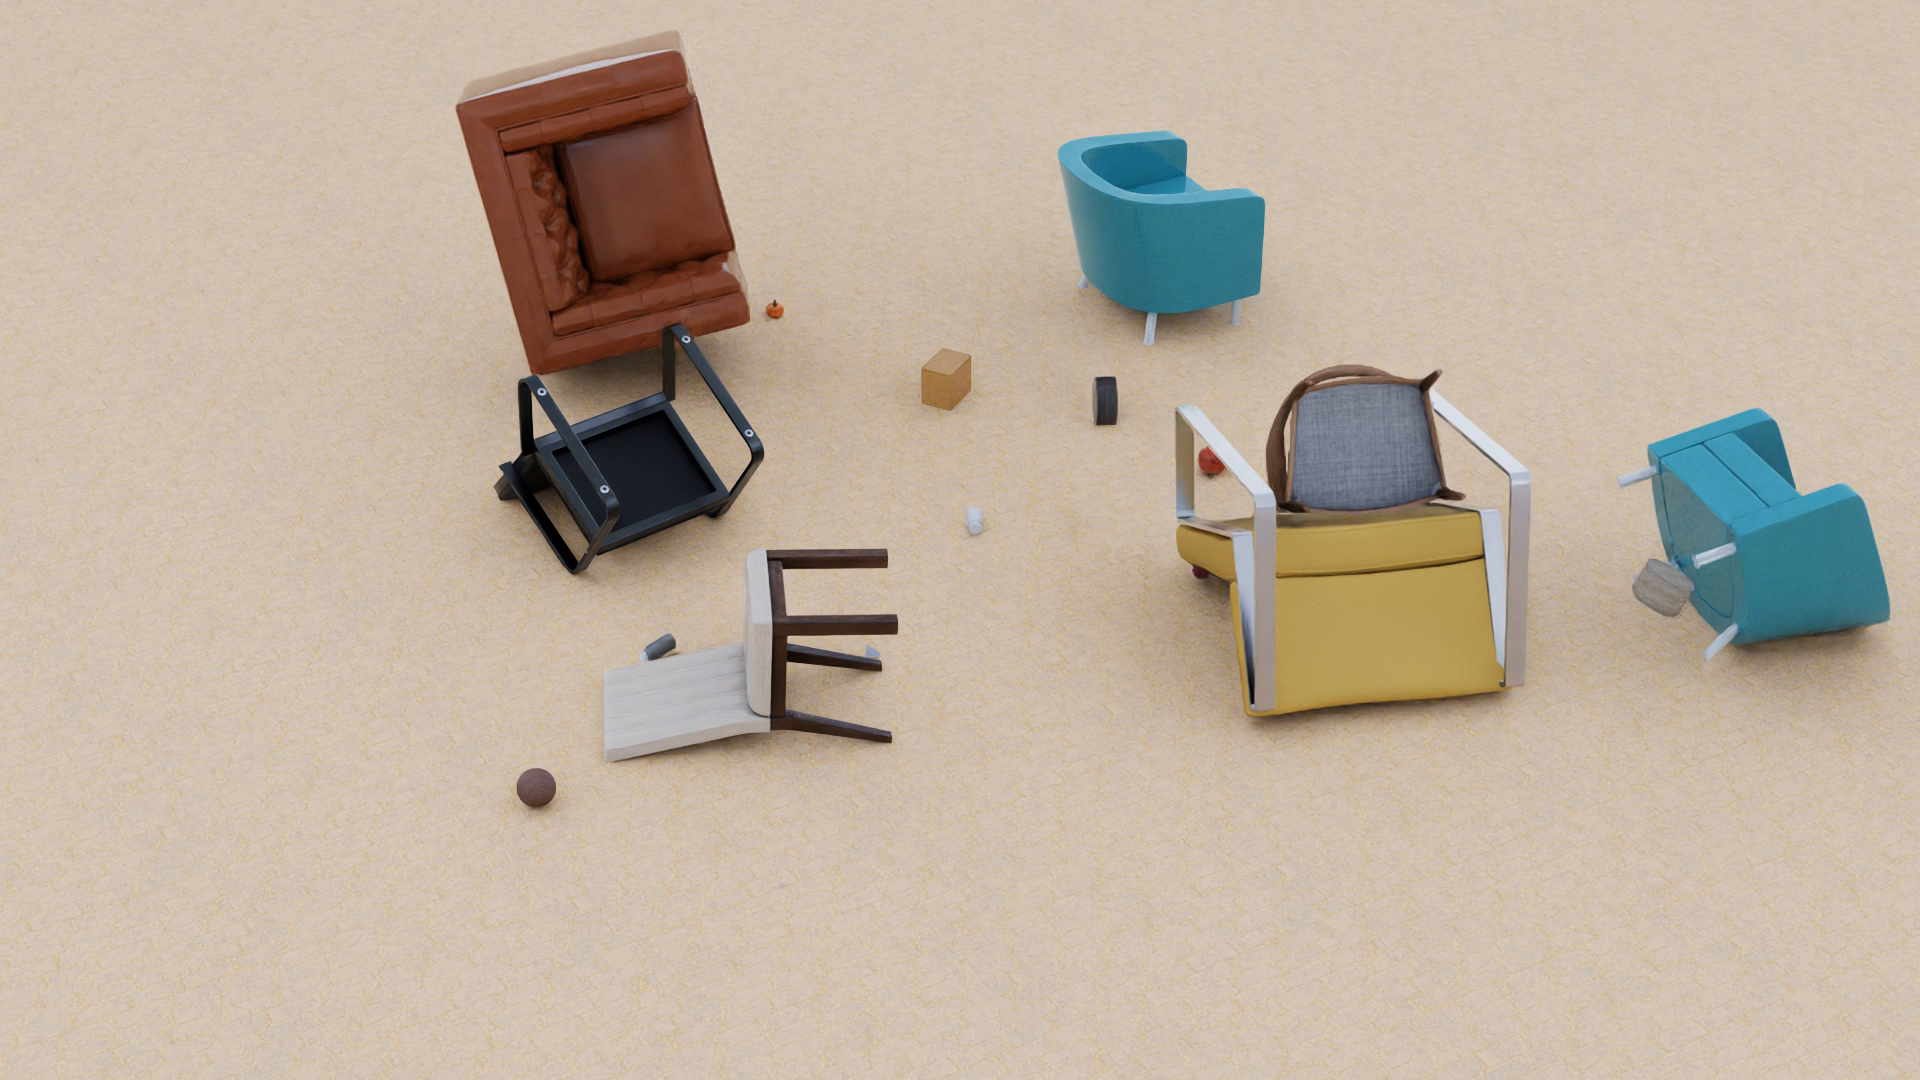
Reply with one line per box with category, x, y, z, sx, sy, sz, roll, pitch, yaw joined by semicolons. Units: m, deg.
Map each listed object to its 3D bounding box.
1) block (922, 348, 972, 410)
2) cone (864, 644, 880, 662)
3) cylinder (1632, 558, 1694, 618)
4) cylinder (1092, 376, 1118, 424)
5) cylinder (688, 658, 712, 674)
block;-0.055;-0.646;11.774;0.131;0.165;0.183;16;37;22
cone;-0.323;0.408;10.303;0.064;0.050;0.057;38;70;-2
cylinder;2.360;0.162;9.843;0.174;0.112;0.188;18;24;-22
cylinder;0.575;-0.554;11.609;0.081;0.194;0.161;-3;30;-4
cylinder;-0.906;0.440;10.234;0.080;0.047;0.068;-5;30;-7
